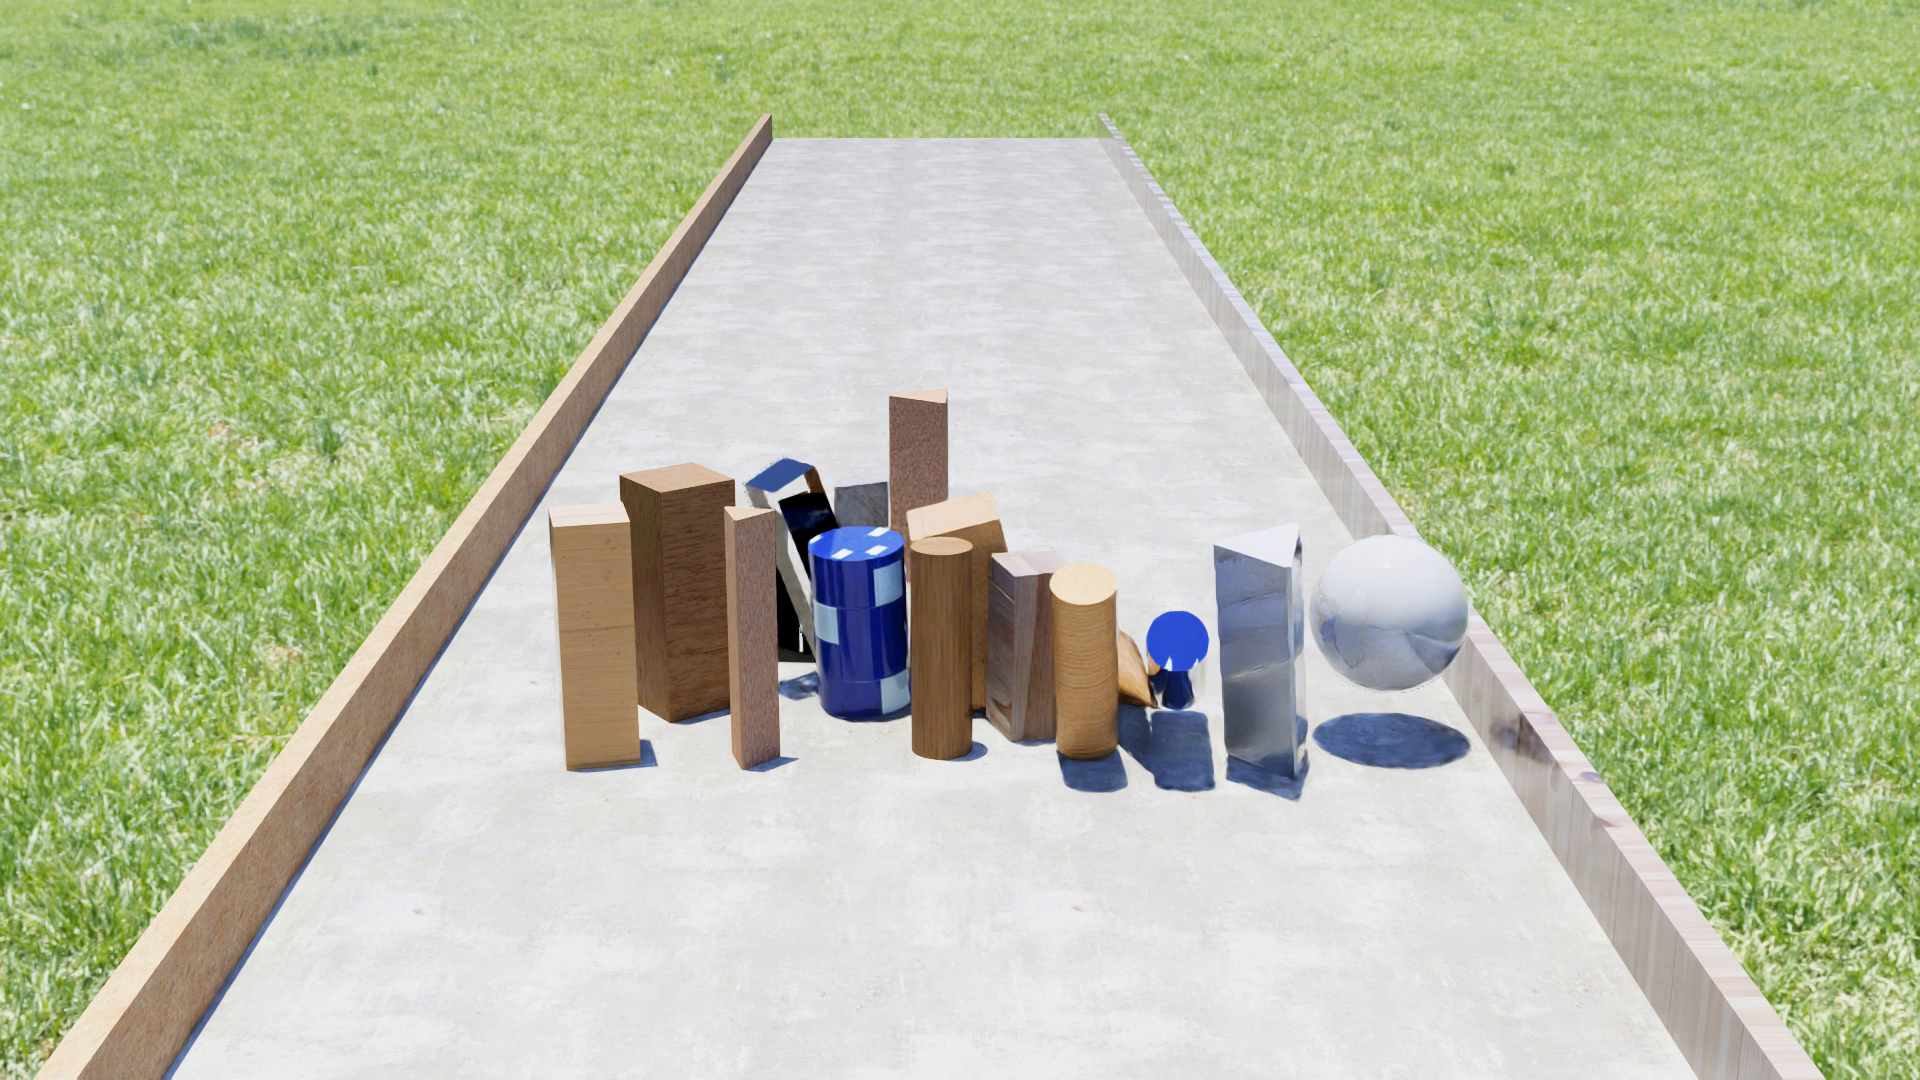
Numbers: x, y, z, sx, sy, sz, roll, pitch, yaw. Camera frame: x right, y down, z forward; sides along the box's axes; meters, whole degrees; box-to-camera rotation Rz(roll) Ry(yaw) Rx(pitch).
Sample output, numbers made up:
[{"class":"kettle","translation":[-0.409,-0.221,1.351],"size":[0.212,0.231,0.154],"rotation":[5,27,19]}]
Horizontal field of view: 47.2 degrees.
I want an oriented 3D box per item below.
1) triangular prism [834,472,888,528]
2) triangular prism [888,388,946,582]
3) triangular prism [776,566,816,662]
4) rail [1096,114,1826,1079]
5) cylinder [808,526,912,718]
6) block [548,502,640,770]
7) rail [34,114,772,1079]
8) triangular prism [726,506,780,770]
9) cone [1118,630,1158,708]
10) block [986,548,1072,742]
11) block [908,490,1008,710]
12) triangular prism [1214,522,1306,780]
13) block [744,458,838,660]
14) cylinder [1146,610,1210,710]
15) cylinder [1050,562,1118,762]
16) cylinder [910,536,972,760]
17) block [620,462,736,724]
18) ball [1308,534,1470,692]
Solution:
[{"class":"triangular prism","translation":[-0.226,0.017,4.633],"size":[0.120,0.305,0.104],"rotation":[-8,18,-24]},{"class":"triangular prism","translation":[-0.063,-0.120,4.891],"size":[0.143,0.421,0.124],"rotation":[10,19,30]},{"class":"triangular prism","translation":[-0.338,0.069,4.404],"size":[0.106,0.337,0.091],"rotation":[1,17,4]},{"class":"rail","translation":[0.932,-0.844,7.801],"size":[0.050,0.150,12.000],"rotation":[0,17,-1]},{"class":"cylinder","translation":[-0.186,0.153,4.136],"size":[0.179,0.315,0.179],"rotation":[-2,21,1]},{"class":"block","translation":[-0.644,0.169,3.874],"size":[0.130,0.447,0.130],"rotation":[-4,17,-13]},{"class":"rail","translation":[-1.118,-0.838,7.780],"size":[0.050,0.150,12.000],"rotation":[0,17,-1]},{"class":"triangular prism","translation":[-0.379,0.169,3.856],"size":[0.077,0.457,0.089],"rotation":[15,22,41]},{"class":"cone","translation":[0.308,0.263,3.973],"size":[0.144,0.144,0.424],"rotation":[-3,8,-9]},{"class":"block","translation":[0.131,0.191,4.012],"size":[0.124,0.321,0.124],"rotation":[-6,21,-20]},{"class":"block","translation":[0.029,0.115,4.146],"size":[0.167,0.357,0.167],"rotation":[-14,20,1]},{"class":"triangular prism","translation":[0.553,0.183,3.811],"size":[0.156,0.426,0.135],"rotation":[20,38,40]},{"class":"block","translation":[-0.275,0.059,4.246],"size":[0.102,0.435,0.102],"rotation":[-36,32,-28]},{"class":"cylinder","translation":[0.387,0.218,3.916],"size":[0.106,0.106,0.393],"rotation":[2,-14,6]},{"class":"cylinder","translation":[0.219,0.216,3.834],"size":[0.113,0.364,0.113],"rotation":[-2,38,2]},{"class":"cylinder","translation":[-0.033,0.193,3.909],"size":[0.110,0.381,0.110],"rotation":[0,17,0]},{"class":"block","translation":[-0.523,0.096,4.123],"size":[0.156,0.444,0.156],"rotation":[-12,20,-35]},{"class":"ball","translation":[0.767,0.130,3.938],"size":[0.283,0.283,0.283],"rotation":[0,17,0]}]
